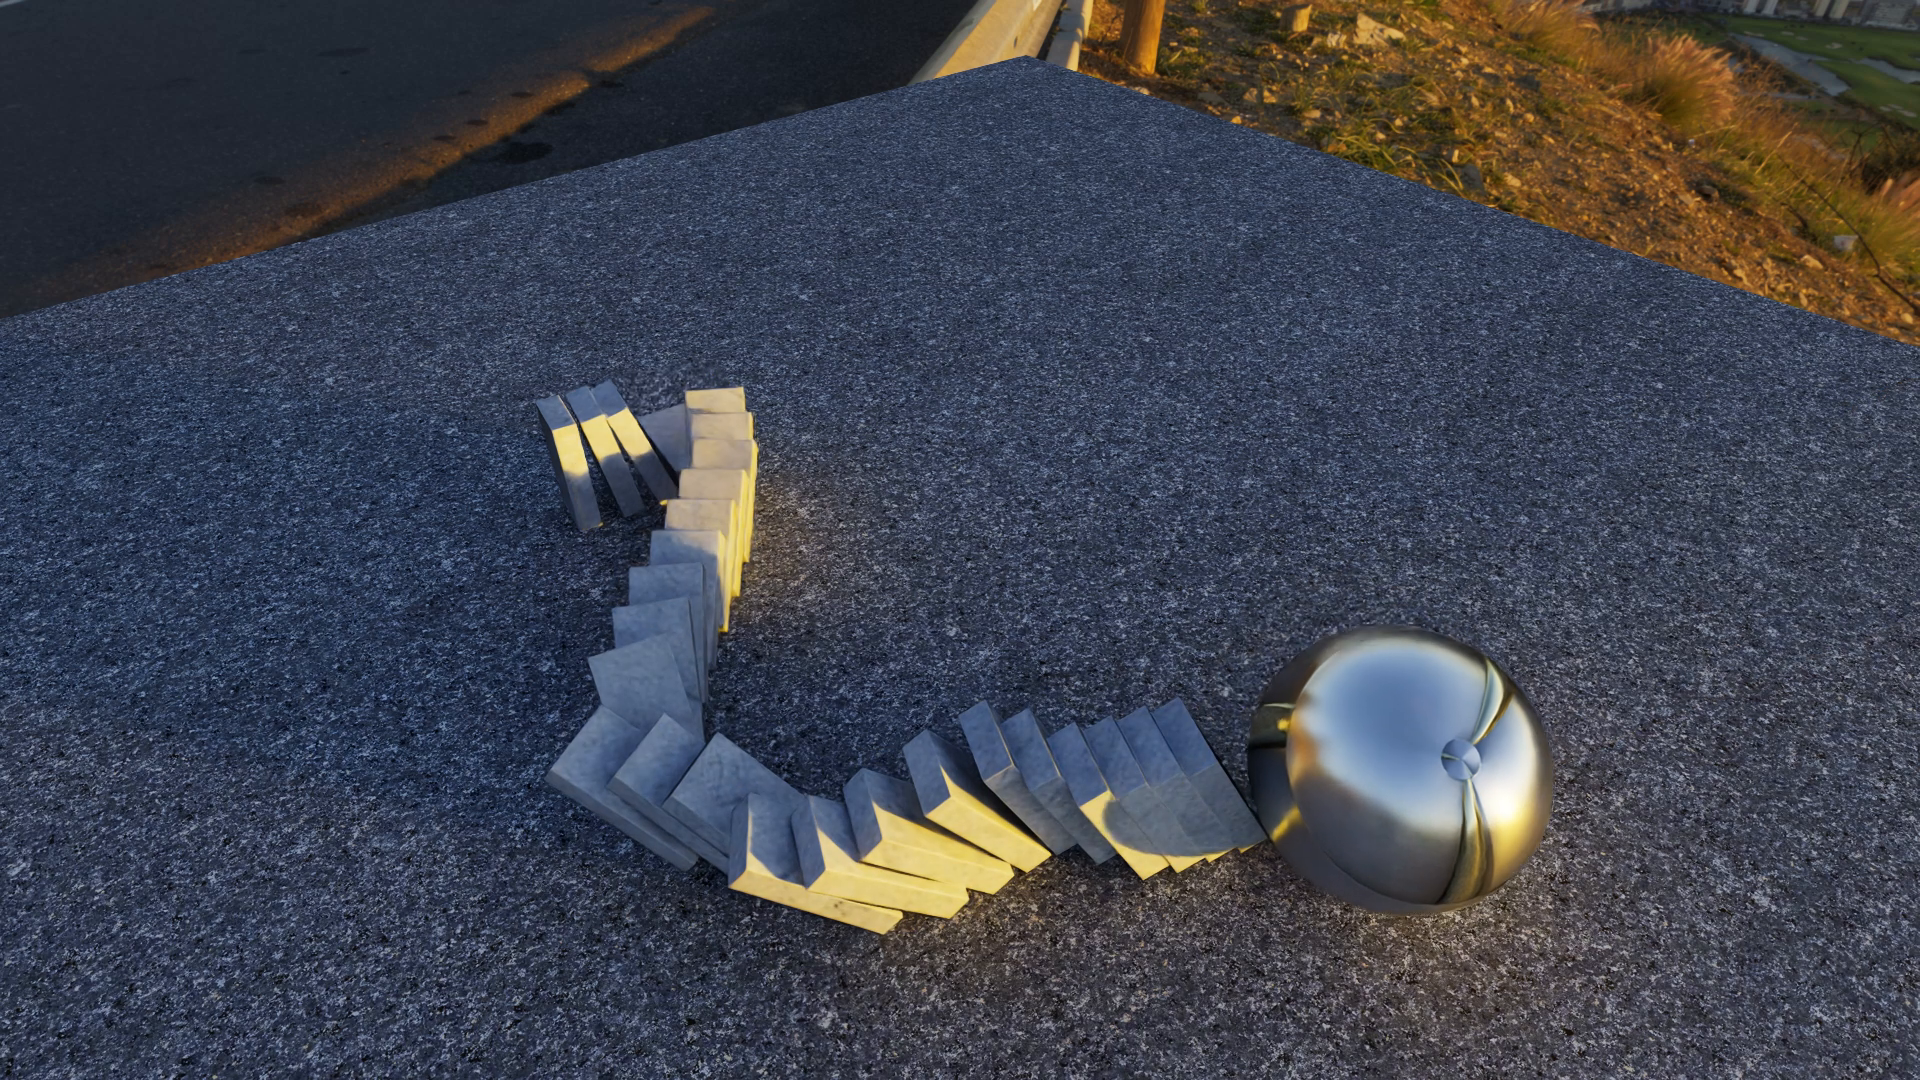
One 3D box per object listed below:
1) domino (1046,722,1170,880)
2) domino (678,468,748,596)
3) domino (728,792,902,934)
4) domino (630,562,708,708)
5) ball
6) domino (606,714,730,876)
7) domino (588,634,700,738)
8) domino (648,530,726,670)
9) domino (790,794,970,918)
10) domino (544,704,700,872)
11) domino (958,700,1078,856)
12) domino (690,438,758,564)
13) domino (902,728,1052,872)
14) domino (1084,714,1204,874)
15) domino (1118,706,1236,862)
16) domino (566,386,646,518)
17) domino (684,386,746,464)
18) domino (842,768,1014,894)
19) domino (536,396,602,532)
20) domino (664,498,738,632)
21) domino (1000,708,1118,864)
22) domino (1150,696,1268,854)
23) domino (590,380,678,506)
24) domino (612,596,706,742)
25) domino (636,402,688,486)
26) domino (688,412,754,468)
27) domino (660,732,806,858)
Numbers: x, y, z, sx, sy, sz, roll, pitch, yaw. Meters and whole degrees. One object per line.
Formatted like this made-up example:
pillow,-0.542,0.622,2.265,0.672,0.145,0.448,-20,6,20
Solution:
domino,0.043,0.076,0.319,0.009,0.050,0.025,-32,42,6
domino,-0.098,-0.003,0.429,0.025,0.009,0.050,0,69,0
domino,-0.040,0.091,0.310,0.050,0.010,0.025,27,30,-27
domino,-0.101,0.034,0.383,0.025,0.010,0.050,-4,71,-5
ball,0.122,0.064,0.310,0.080,0.080,0.080,0,39,0
domino,-0.077,0.077,0.328,0.050,0.010,0.025,39,46,-7
domino,-0.099,0.058,0.350,0.025,0.010,0.050,-18,80,-20
domino,-0.100,0.021,0.398,0.025,0.009,0.050,0,69,0
domino,-0.023,0.090,0.311,0.050,0.010,0.025,24,26,-34
domino,-0.095,0.075,0.331,0.050,0.010,0.025,36,47,-8
domino,0.018,0.071,0.326,0.010,0.050,0.025,-32,42,6
domino,-0.097,-0.016,0.444,0.025,0.010,0.050,1,70,0
domino,0.005,0.077,0.322,0.009,0.050,0.025,-39,40,13
domino,0.054,0.075,0.321,0.009,0.050,0.025,-32,42,6
domino,0.064,0.072,0.324,0.010,0.050,0.025,-32,42,6
domino,-0.146,-0.036,0.455,0.010,0.050,0.025,-26,45,-16
domino,-0.104,-0.041,0.474,0.025,0.010,0.050,-5,70,-7
domino,-0.009,0.084,0.317,0.050,0.010,0.025,27,24,-35
domino,-0.160,-0.031,0.449,0.009,0.050,0.025,-21,44,-24
domino,-0.099,0.009,0.414,0.025,0.010,0.050,0,69,0
domino,0.031,0.073,0.324,0.010,0.050,0.025,-32,42,6
domino,0.074,0.070,0.327,0.010,0.050,0.025,-32,42,6
domino,-0.136,-0.040,0.460,0.009,0.050,0.025,-31,47,-11
domino,-0.100,0.046,0.368,0.025,0.009,0.050,-8,72,-9
domino,-0.125,-0.043,0.496,0.025,0.010,0.050,-22,44,-24
domino,-0.100,-0.028,0.459,0.025,0.010,0.050,-2,70,-3
domino,-0.059,0.082,0.323,0.050,0.009,0.025,39,43,-7
